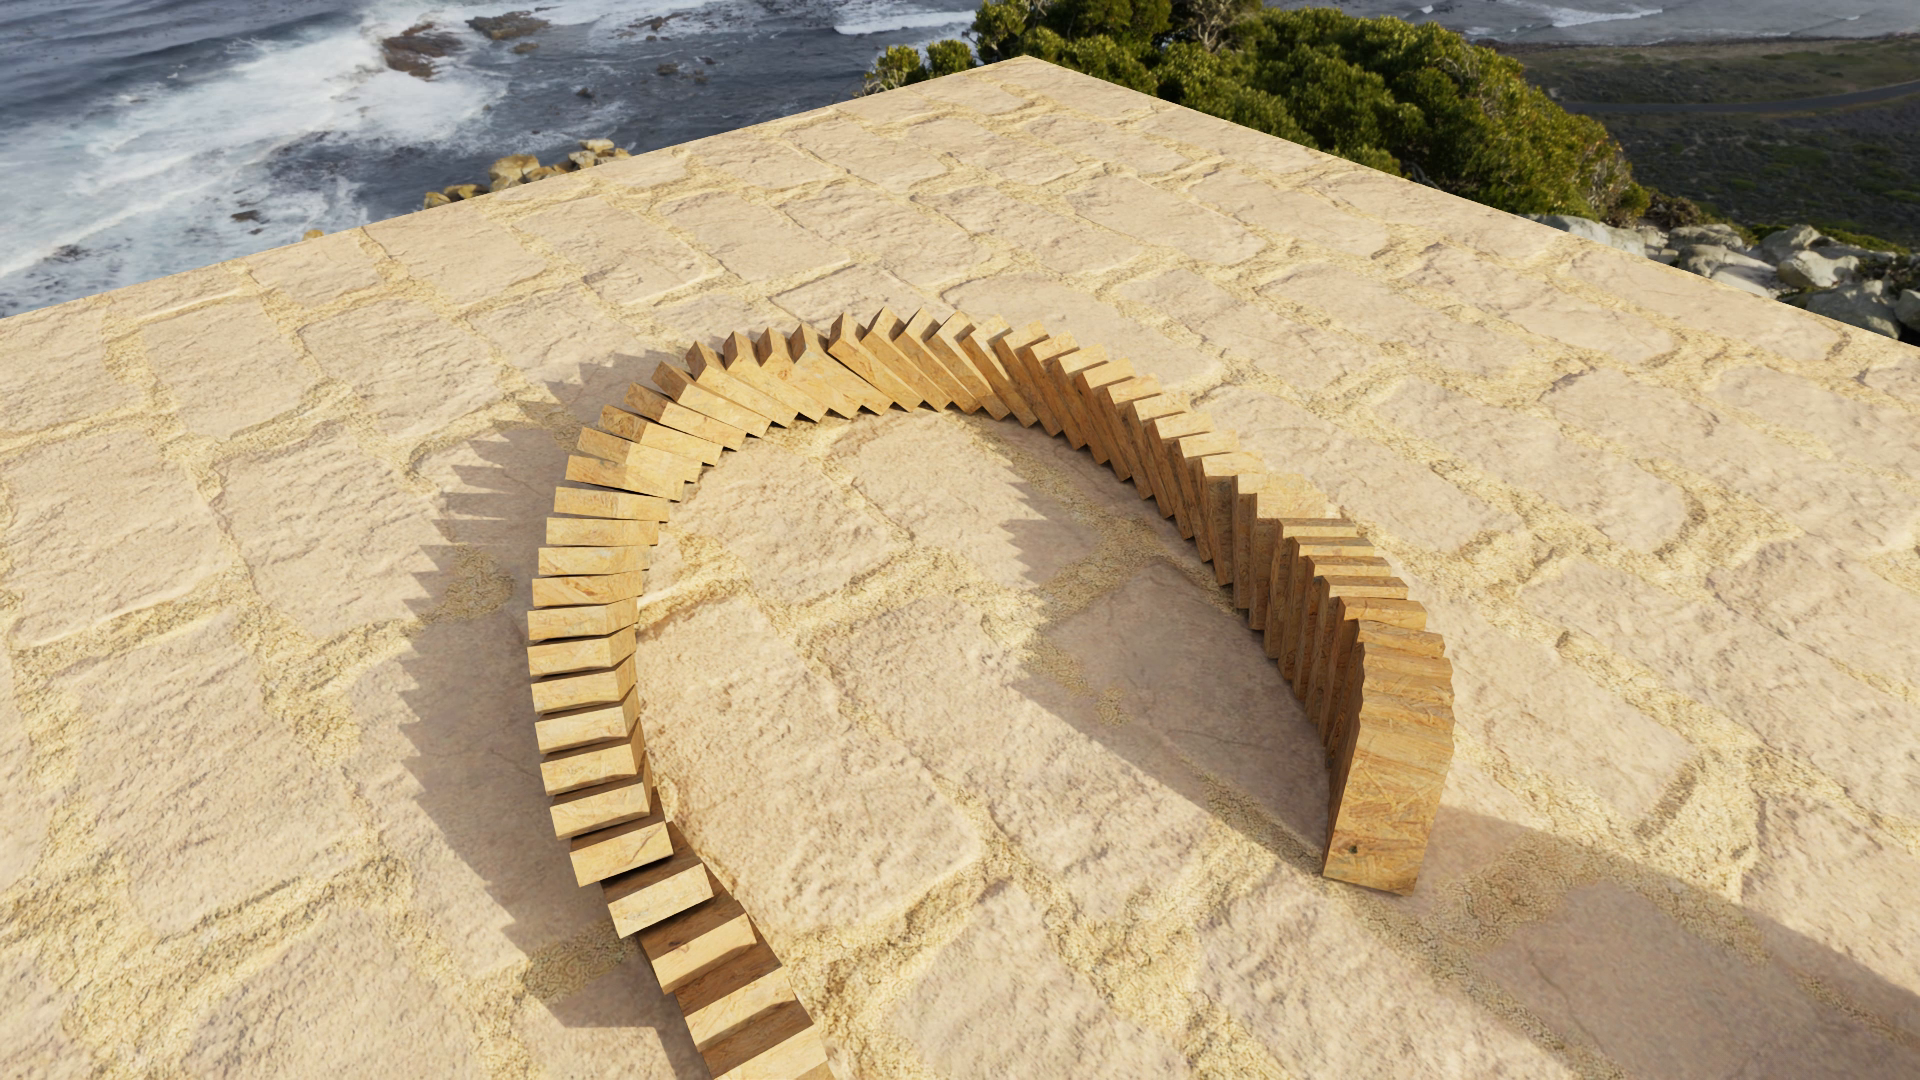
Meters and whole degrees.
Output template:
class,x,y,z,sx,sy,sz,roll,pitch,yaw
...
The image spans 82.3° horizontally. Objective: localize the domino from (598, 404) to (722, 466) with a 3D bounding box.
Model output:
class,x,y,z,sx,sy,sz,roll,pitch,yaw
domino,-0.128,-0.045,0.474,0.025,0.010,0.050,23,3,25

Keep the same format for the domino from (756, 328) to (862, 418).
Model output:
class,x,y,z,sx,sy,sz,roll,pitch,yaw
domino,-0.070,-0.078,0.515,0.050,0.010,0.025,28,26,-32

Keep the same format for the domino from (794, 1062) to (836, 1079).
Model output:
class,x,y,z,sx,sy,sz,roll,pitch,yaw
domino,-0.041,0.142,0.270,0.025,0.010,0.050,-22,44,-25

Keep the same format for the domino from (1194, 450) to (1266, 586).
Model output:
class,x,y,z,sx,sy,sz,roll,pitch,yaw
domino,0.110,-0.009,0.430,0.025,0.010,0.050,-8,81,-10

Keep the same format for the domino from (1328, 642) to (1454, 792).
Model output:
class,x,y,z,sx,sy,sz,roll,pitch,yaw
domino,0.132,0.058,0.340,0.025,0.050,0.010,11,20,13

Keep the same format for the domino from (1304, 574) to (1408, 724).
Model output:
class,x,y,z,sx,sy,sz,roll,pitch,yaw
domino,0.131,0.037,0.366,0.025,0.050,0.010,1,20,2

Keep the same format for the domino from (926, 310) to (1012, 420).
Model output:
class,x,y,z,sx,sy,sz,roll,pitch,yaw
domino,0.009,-0.083,0.520,0.050,0.010,0.025,46,44,-11

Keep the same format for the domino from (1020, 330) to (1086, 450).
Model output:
class,x,y,z,sx,sy,sz,roll,pitch,yaw
domino,0.051,-0.069,0.503,0.025,0.009,0.050,-29,88,-32

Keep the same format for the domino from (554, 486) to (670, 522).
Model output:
class,x,y,z,sx,sy,sz,roll,pitch,yaw
domino,-0.137,-0.014,0.437,0.025,0.010,0.050,6,0,7

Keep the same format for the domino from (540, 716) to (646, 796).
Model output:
class,x,y,z,sx,sy,sz,roll,pitch,yaw
domino,-0.112,0.066,0.340,0.025,0.010,0.050,-11,3,-13

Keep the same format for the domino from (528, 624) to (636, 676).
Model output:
class,x,y,z,sx,sy,sz,roll,pitch,yaw
domino,-0.128,0.037,0.375,0.025,0.010,0.050,-6,2,-7

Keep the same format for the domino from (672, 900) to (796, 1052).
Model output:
class,x,y,z,sx,sy,sz,roll,pitch,yaw
domino,-0.062,0.112,0.286,0.025,0.009,0.050,-21,10,-22

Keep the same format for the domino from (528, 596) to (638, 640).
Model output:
class,x,y,z,sx,sy,sz,roll,pitch,yaw
domino,-0.132,0.027,0.388,0.025,0.010,0.050,-4,1,-5

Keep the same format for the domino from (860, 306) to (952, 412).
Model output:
class,x,y,z,sx,sy,sz,roll,pitch,yaw
domino,-0.023,-0.086,0.524,0.050,0.009,0.025,40,36,-18

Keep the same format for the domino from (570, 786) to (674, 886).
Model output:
class,x,y,z,sx,sy,sz,roll,pitch,yaw
domino,-0.098,0.084,0.318,0.025,0.009,0.050,-16,4,-17

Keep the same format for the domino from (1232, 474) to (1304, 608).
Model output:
class,x,y,z,sx,sy,sz,roll,pitch,yaw
domino,0.117,0.000,0.415,0.025,0.050,0.010,-1,-1,-1

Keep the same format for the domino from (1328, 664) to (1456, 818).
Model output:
class,x,y,z,sx,sy,sz,roll,pitch,yaw
domino,0.130,0.064,0.333,0.025,0.050,0.010,11,20,13

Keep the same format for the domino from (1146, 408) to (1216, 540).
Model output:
class,x,y,z,sx,sy,sz,roll,pitch,yaw
domino,0.097,-0.027,0.453,0.025,0.009,0.050,-14,81,-16

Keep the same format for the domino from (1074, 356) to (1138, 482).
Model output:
class,x,y,z,sx,sy,sz,roll,pitch,yaw
domino,0.072,-0.053,0.485,0.025,0.009,0.050,-22,84,-24

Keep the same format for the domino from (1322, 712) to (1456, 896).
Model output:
class,x,y,z,sx,sy,sz,roll,pitch,yaw
domino,0.123,0.077,0.318,0.025,0.050,0.010,11,20,13

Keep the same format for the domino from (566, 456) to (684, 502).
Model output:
class,x,y,z,sx,sy,sz,roll,pitch,yaw
domino,-0.136,-0.025,0.449,0.025,0.009,0.050,10,-2,11

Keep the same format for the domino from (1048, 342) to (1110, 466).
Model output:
class,x,y,z,sx,sy,sz,roll,pitch,yaw
domino,0.063,-0.061,0.494,0.025,0.009,0.050,-24,85,-27

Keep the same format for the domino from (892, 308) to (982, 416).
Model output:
class,x,y,z,sx,sy,sz,roll,pitch,yaw
domino,-0.007,-0.085,0.523,0.050,0.010,0.025,42,40,-14

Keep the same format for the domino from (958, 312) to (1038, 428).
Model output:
class,x,y,z,sx,sy,sz,roll,pitch,yaw
domino,0.025,-0.080,0.517,0.050,0.009,0.025,51,49,-5

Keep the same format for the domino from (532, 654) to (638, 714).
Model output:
class,x,y,z,sx,sy,sz,roll,pitch,yaw
domino,-0.123,0.047,0.364,0.025,0.010,0.050,-8,2,-10

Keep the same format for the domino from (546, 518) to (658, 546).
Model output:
class,x,y,z,sx,sy,sz,roll,pitch,yaw
domino,-0.137,-0.003,0.424,0.025,0.009,0.050,2,1,3

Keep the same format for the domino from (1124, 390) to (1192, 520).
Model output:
class,x,y,z,sx,sy,sz,roll,pitch,yaw
domino,0.090,-0.036,0.464,0.025,0.010,0.050,-15,81,-18

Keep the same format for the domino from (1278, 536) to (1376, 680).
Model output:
class,x,y,z,sx,sy,sz,roll,pitch,yaw
domino,0.127,0.024,0.382,0.025,0.050,0.010,1,19,1

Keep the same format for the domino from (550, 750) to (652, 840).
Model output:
class,x,y,z,sx,sy,sz,roll,pitch,yaw
domino,-0.106,0.075,0.329,0.025,0.009,0.050,-13,3,-14

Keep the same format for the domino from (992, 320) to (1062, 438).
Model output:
class,x,y,z,sx,sy,sz,roll,pitch,yaw
domino,0.039,-0.075,0.511,0.025,0.009,0.050,-33,90,-35

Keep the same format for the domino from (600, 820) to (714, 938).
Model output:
class,x,y,z,sx,sy,sz,roll,pitch,yaw
domino,-0.087,0.093,0.308,0.025,0.010,0.050,-20,7,-22

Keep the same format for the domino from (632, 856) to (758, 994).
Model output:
class,x,y,z,sx,sy,sz,roll,pitch,yaw
domino,-0.075,0.103,0.298,0.025,0.009,0.050,-22,11,-24

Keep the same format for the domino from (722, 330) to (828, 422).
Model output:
class,x,y,z,sx,sy,sz,roll,pitch,yaw
domino,-0.086,-0.076,0.512,0.050,0.010,0.025,28,24,-32

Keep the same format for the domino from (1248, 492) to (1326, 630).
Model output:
class,x,y,z,sx,sy,sz,roll,pitch,yaw
domino,0.121,0.008,0.406,0.025,0.050,0.010,1,-1,-1

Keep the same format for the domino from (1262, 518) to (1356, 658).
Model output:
class,x,y,z,sx,sy,sz,roll,pitch,yaw
domino,0.124,0.017,0.390,0.025,0.050,0.010,1,19,1

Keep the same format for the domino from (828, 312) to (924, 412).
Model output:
class,x,y,z,sx,sy,sz,roll,pitch,yaw
domino,-0.039,-0.084,0.522,0.050,0.010,0.025,35,31,-26

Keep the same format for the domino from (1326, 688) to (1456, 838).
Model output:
class,x,y,z,sx,sy,sz,roll,pitch,yaw
domino,0.126,0.071,0.325,0.025,0.050,0.009,11,20,13

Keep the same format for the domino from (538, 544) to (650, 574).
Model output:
class,x,y,z,sx,sy,sz,roll,pitch,yaw
domino,-0.136,0.007,0.412,0.025,0.010,0.050,0,1,0

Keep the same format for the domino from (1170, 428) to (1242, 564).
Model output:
class,x,y,z,sx,sy,sz,roll,pitch,yaw
domino,0.104,-0.018,0.442,0.025,0.010,0.050,-11,79,-13

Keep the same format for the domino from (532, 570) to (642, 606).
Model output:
class,x,y,z,sx,sy,sz,roll,pitch,yaw
domino,-0.134,0.017,0.400,0.025,0.009,0.050,-2,1,-3

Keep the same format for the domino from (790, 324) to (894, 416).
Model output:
class,x,y,z,sx,sy,sz,roll,pitch,yaw
domino,-0.056,-0.080,0.517,0.050,0.010,0.025,28,27,-32

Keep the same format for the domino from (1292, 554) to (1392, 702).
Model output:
class,x,y,z,sx,sy,sz,roll,pitch,yaw
domino,0.129,0.030,0.374,0.025,0.050,0.009,1,19,2

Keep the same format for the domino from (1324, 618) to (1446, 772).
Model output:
class,x,y,z,sx,sy,sz,roll,pitch,yaw
domino,0.134,0.052,0.348,0.025,0.050,0.010,11,20,13

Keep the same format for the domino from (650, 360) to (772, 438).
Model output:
class,x,y,z,sx,sy,sz,roll,pitch,yaw
domino,-0.112,-0.063,0.496,0.025,0.010,0.050,39,11,37

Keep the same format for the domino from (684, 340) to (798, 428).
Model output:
class,x,y,z,sx,sy,sz,roll,pitch,yaw
domino,-0.100,-0.071,0.506,0.050,0.009,0.025,25,20,-39

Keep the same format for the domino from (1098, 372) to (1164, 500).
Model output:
class,x,y,z,sx,sy,sz,roll,pitch,yaw
domino,0.081,-0.045,0.475,0.025,0.010,0.050,-19,83,-22

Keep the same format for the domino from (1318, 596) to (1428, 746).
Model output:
class,x,y,z,sx,sy,sz,roll,pitch,yaw
domino,0.134,0.044,0.358,0.025,0.050,0.010,4,20,4

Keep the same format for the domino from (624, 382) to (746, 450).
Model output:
class,x,y,z,sx,sy,sz,roll,pitch,yaw
domino,-0.120,-0.054,0.485,0.025,0.010,0.050,29,5,31

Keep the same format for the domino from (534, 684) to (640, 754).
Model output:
class,x,y,z,sx,sy,sz,roll,pitch,yaw
domino,-0.118,0.056,0.352,0.025,0.010,0.050,-10,2,-12

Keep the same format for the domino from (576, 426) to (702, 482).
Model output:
class,x,y,z,sx,sy,sz,roll,pitch,yaw
domino,-0.134,-0.036,0.462,0.025,0.010,0.050,18,1,20

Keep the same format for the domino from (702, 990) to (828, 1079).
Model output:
class,x,y,z,sx,sy,sz,roll,pitch,yaw
domino,-0.053,0.121,0.275,0.025,0.009,0.050,-21,10,-22
